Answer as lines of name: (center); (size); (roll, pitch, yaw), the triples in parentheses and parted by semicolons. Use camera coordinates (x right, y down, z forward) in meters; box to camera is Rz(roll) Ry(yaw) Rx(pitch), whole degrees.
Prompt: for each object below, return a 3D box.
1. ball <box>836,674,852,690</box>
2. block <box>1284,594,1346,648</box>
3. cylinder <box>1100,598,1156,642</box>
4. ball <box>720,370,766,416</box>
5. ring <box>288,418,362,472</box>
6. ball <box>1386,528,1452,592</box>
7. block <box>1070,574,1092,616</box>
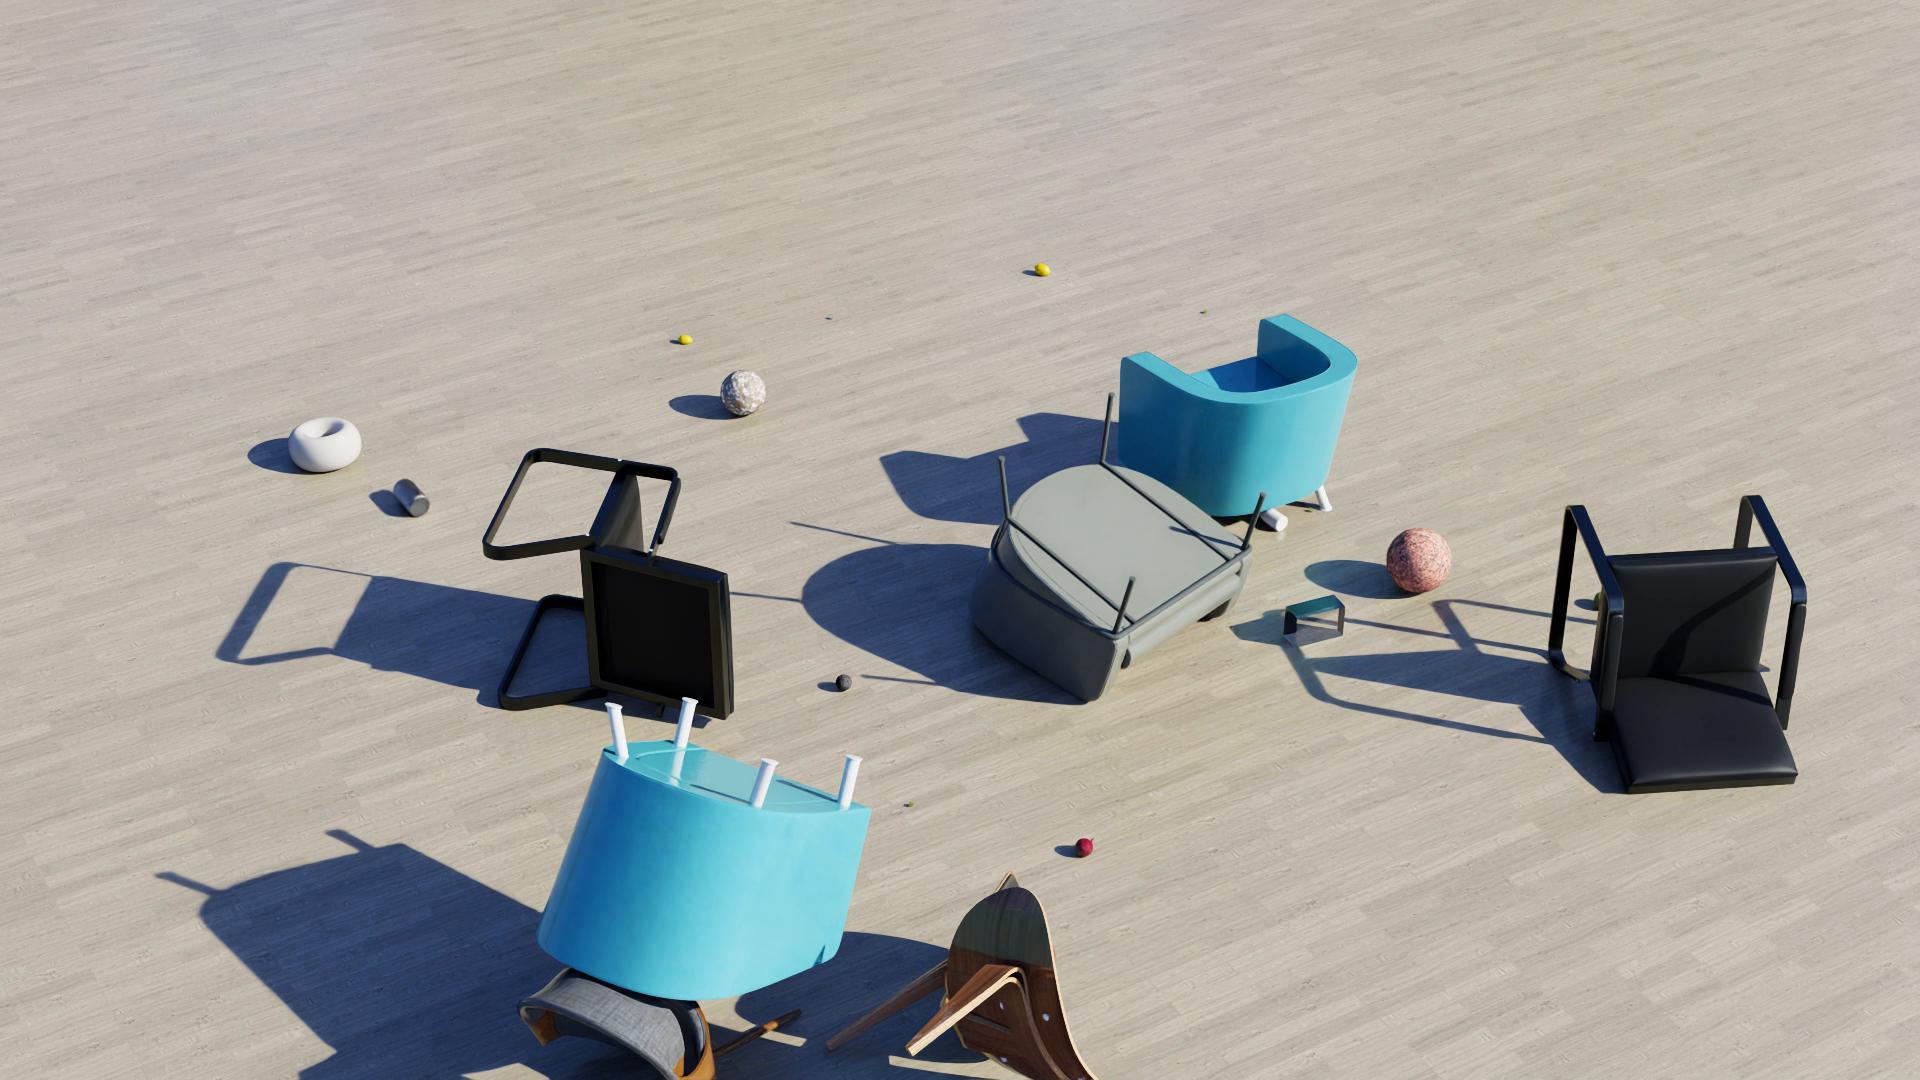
ball: (-0.402, 0.493, 10.145); (0.057, 0.057, 0.057); (0, 33, 0)
block: (1.256, 0.287, 10.394); (0.194, 0.125, 0.085); (-13, 36, -19)
cylinder: (0.595, 0.283, 10.405); (0.164, 0.120, 0.131); (12, 48, 17)
ball: (-0.863, -0.587, 11.670); (0.182, 0.182, 0.182); (0, 33, 0)
ring: (-2.465, -0.371, 11.376); (0.284, 0.144, 0.259); (-1, 29, 8)
ball: (1.662, 0.073, 10.618); (0.237, 0.237, 0.237); (0, 33, 0)
block: (0.435, 0.198, 10.542); (0.069, 0.111, 0.094); (3, 34, 5)
